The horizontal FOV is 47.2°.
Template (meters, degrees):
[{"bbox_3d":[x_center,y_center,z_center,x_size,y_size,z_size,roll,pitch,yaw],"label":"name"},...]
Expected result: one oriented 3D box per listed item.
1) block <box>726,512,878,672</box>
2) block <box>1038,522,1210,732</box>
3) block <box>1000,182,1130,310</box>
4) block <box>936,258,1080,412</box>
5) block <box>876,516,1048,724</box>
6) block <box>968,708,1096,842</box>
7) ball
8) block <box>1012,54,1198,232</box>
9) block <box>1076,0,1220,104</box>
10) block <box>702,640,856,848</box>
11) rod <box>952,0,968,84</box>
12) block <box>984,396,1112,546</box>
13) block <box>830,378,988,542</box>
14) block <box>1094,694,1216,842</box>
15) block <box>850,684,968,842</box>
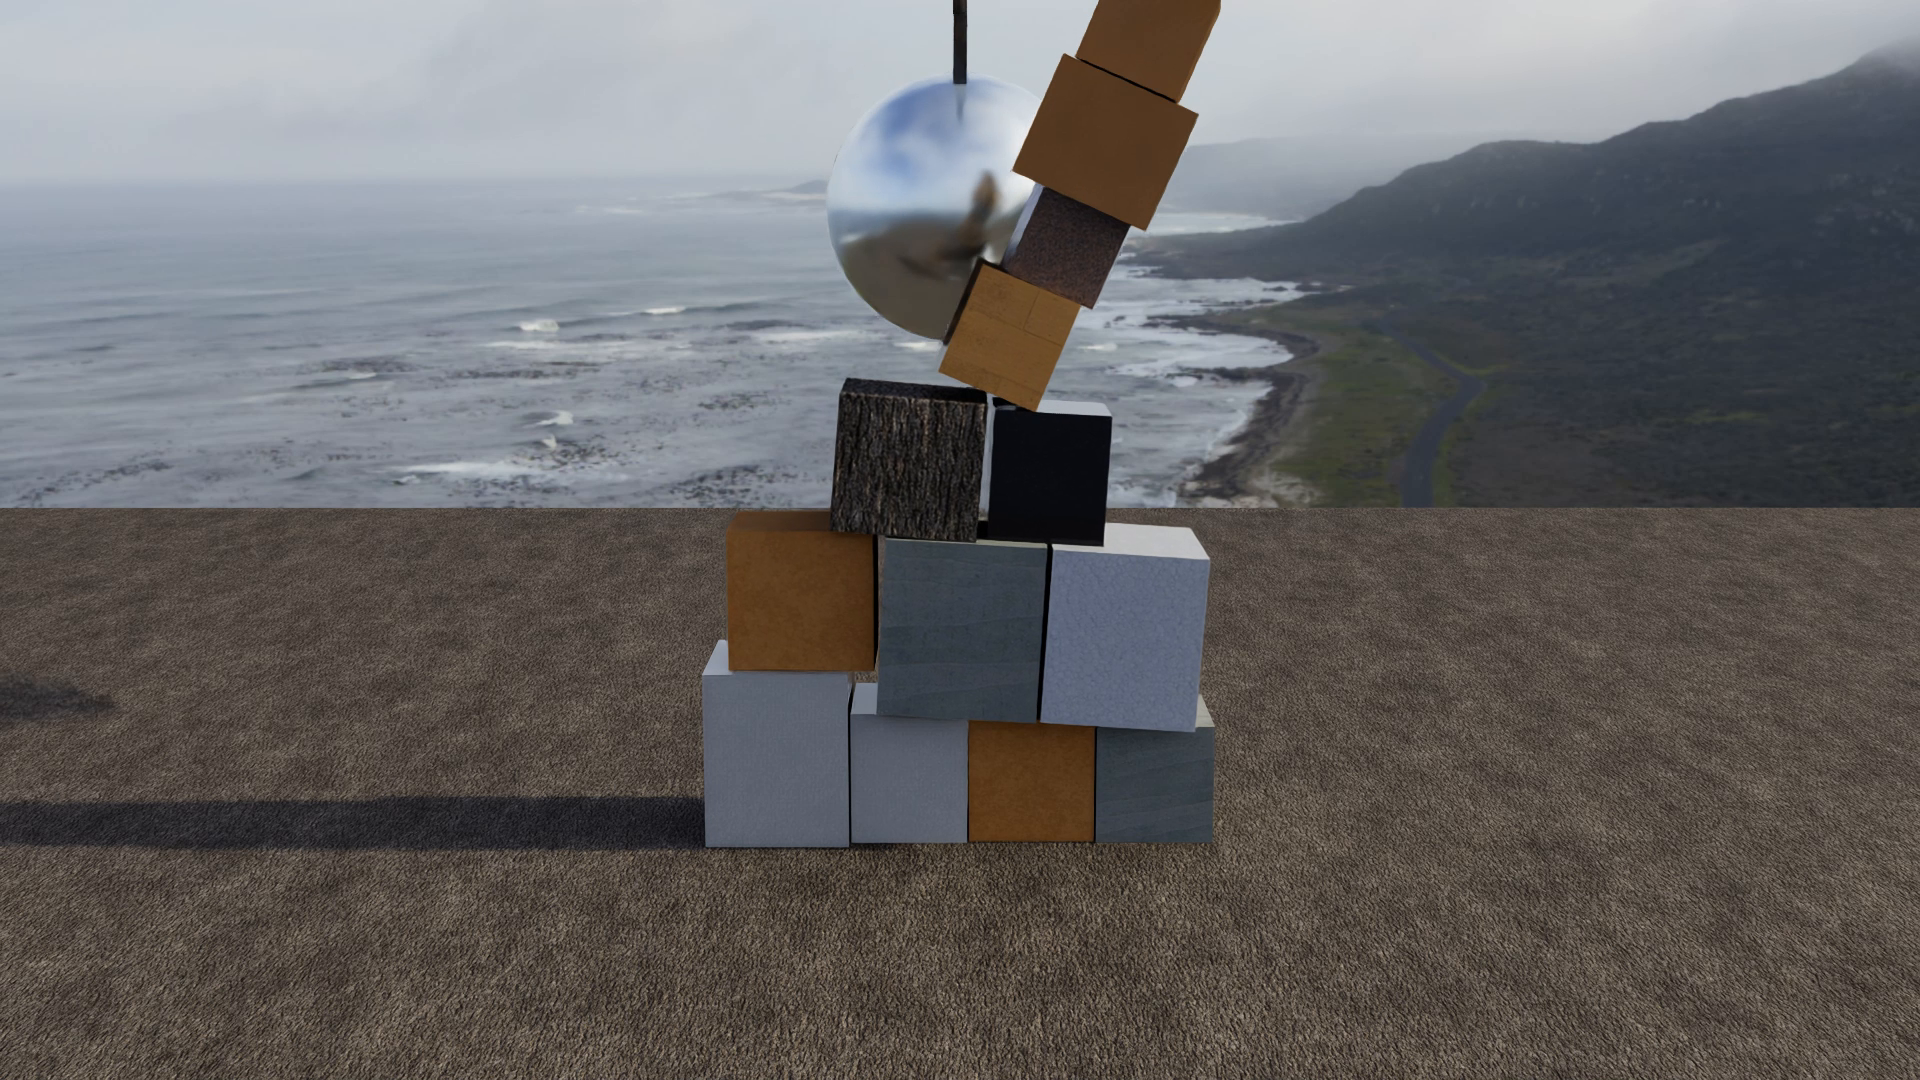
[{"bbox_3d":[-0.792,0.252,11.222,0.727,0.708,0.613,0,10,0],"label":"block"},{"bbox_3d":[0.809,0.421,11.266,0.770,0.874,0.899,4,10,-1],"label":"block"},{"bbox_3d":[0.514,-1.461,10.880,0.462,0.451,0.420,23,10,-8],"label":"block"},{"bbox_3d":[0.232,-1.034,10.996,0.518,0.566,0.607,22,9,-5],"label":"block"},{"bbox_3d":[0.004,0.380,11.237,0.794,0.884,0.819,3,10,-1],"label":"block"},{"bbox_3d":[0.363,1.157,11.405,0.633,0.641,0.626,0,10,0],"label":"block"},{"bbox_3d":[0.000,-1.983,13.152,1.600,1.600,1.600,0,10,0],"label":"ball"},{"bbox_3d":[0.720,-1.941,10.805,0.703,0.603,0.680,25,10,2],"label":"block"},{"bbox_3d":[0.914,-2.451,10.650,0.527,0.508,0.509,24,9,3],"label":"block"},{"bbox_3d":[-0.919,1.038,11.366,0.720,0.891,0.774,0,10,0],"label":"block"},{"bbox_3d":[0.000,-4.841,11.311,0.080,5.200,0.080,0,33,0],"label":"rod"},{"bbox_3d":[0.437,-0.353,11.114,0.579,0.650,0.556,3,10,-1],"label":"block"},{"bbox_3d":[-0.254,-0.414,11.093,0.723,0.676,0.756,5,10,-1],"label":"block"},{"bbox_3d":[0.983,1.176,11.402,0.592,0.607,0.658,0,10,0],"label":"block"},{"bbox_3d":[-0.257,1.145,11.390,0.585,0.672,0.639,0,10,0],"label":"block"}]
